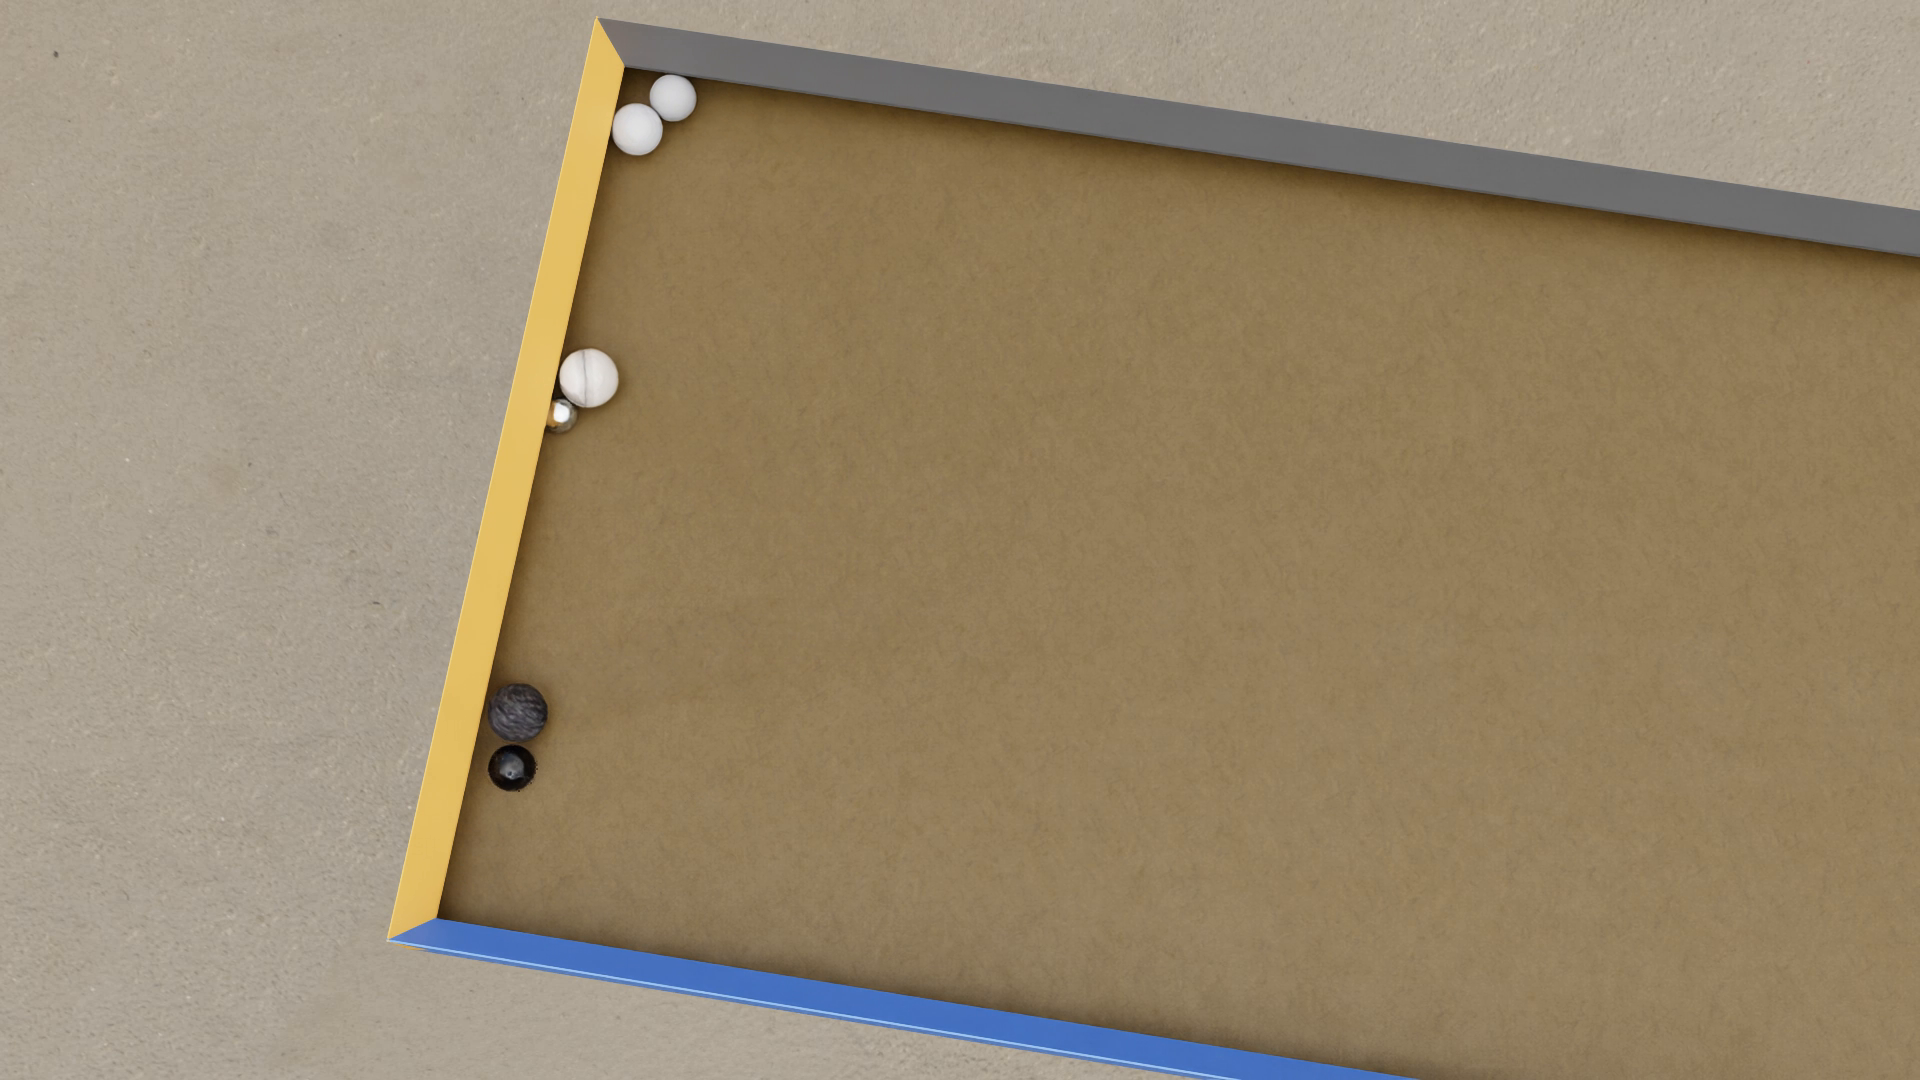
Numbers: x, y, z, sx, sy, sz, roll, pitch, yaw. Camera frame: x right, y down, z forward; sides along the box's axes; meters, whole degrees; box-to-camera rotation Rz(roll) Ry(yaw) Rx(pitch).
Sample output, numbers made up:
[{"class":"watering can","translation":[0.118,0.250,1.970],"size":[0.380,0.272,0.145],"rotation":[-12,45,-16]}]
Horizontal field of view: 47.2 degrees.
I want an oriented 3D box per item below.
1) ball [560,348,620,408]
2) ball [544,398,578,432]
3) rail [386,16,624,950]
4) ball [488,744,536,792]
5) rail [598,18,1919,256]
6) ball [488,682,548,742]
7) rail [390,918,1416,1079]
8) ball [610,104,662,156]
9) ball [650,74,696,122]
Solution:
[{"class":"ball","translation":[-0.575,-0.251,3.409],"size":[0.092,0.092,0.092],"rotation":[0,75,0]},{"class":"ball","translation":[-0.622,-0.194,3.412],"size":[0.055,0.055,0.055],"rotation":[0,75,0]},{"class":"rail","translation":[-0.669,-0.111,3.350],"size":[0.045,0.130,1.463],"rotation":[9,75,2]},{"class":"ball","translation":[-0.664,0.338,3.260],"size":[0.070,0.070,0.070],"rotation":[0,75,0]},{"class":"rail","translation":[0.805,-0.574,3.476],"size":[2.807,0.130,0.045],"rotation":[9,75,2]},{"class":"ball","translation":[-0.658,0.256,3.272],"size":[0.088,0.088,0.088],"rotation":[0,75,0]},{"class":"rail","translation":[0.580,0.775,3.109],"size":[2.807,0.130,0.045],"rotation":[9,75,2]},{"class":"ball","translation":[-0.518,-0.658,3.524],"size":[0.083,0.083,0.083],"rotation":[0,75,0]},{"class":"ball","translation":[-0.462,-0.712,3.543],"size":[0.076,0.076,0.076],"rotation":[0,75,0]}]
